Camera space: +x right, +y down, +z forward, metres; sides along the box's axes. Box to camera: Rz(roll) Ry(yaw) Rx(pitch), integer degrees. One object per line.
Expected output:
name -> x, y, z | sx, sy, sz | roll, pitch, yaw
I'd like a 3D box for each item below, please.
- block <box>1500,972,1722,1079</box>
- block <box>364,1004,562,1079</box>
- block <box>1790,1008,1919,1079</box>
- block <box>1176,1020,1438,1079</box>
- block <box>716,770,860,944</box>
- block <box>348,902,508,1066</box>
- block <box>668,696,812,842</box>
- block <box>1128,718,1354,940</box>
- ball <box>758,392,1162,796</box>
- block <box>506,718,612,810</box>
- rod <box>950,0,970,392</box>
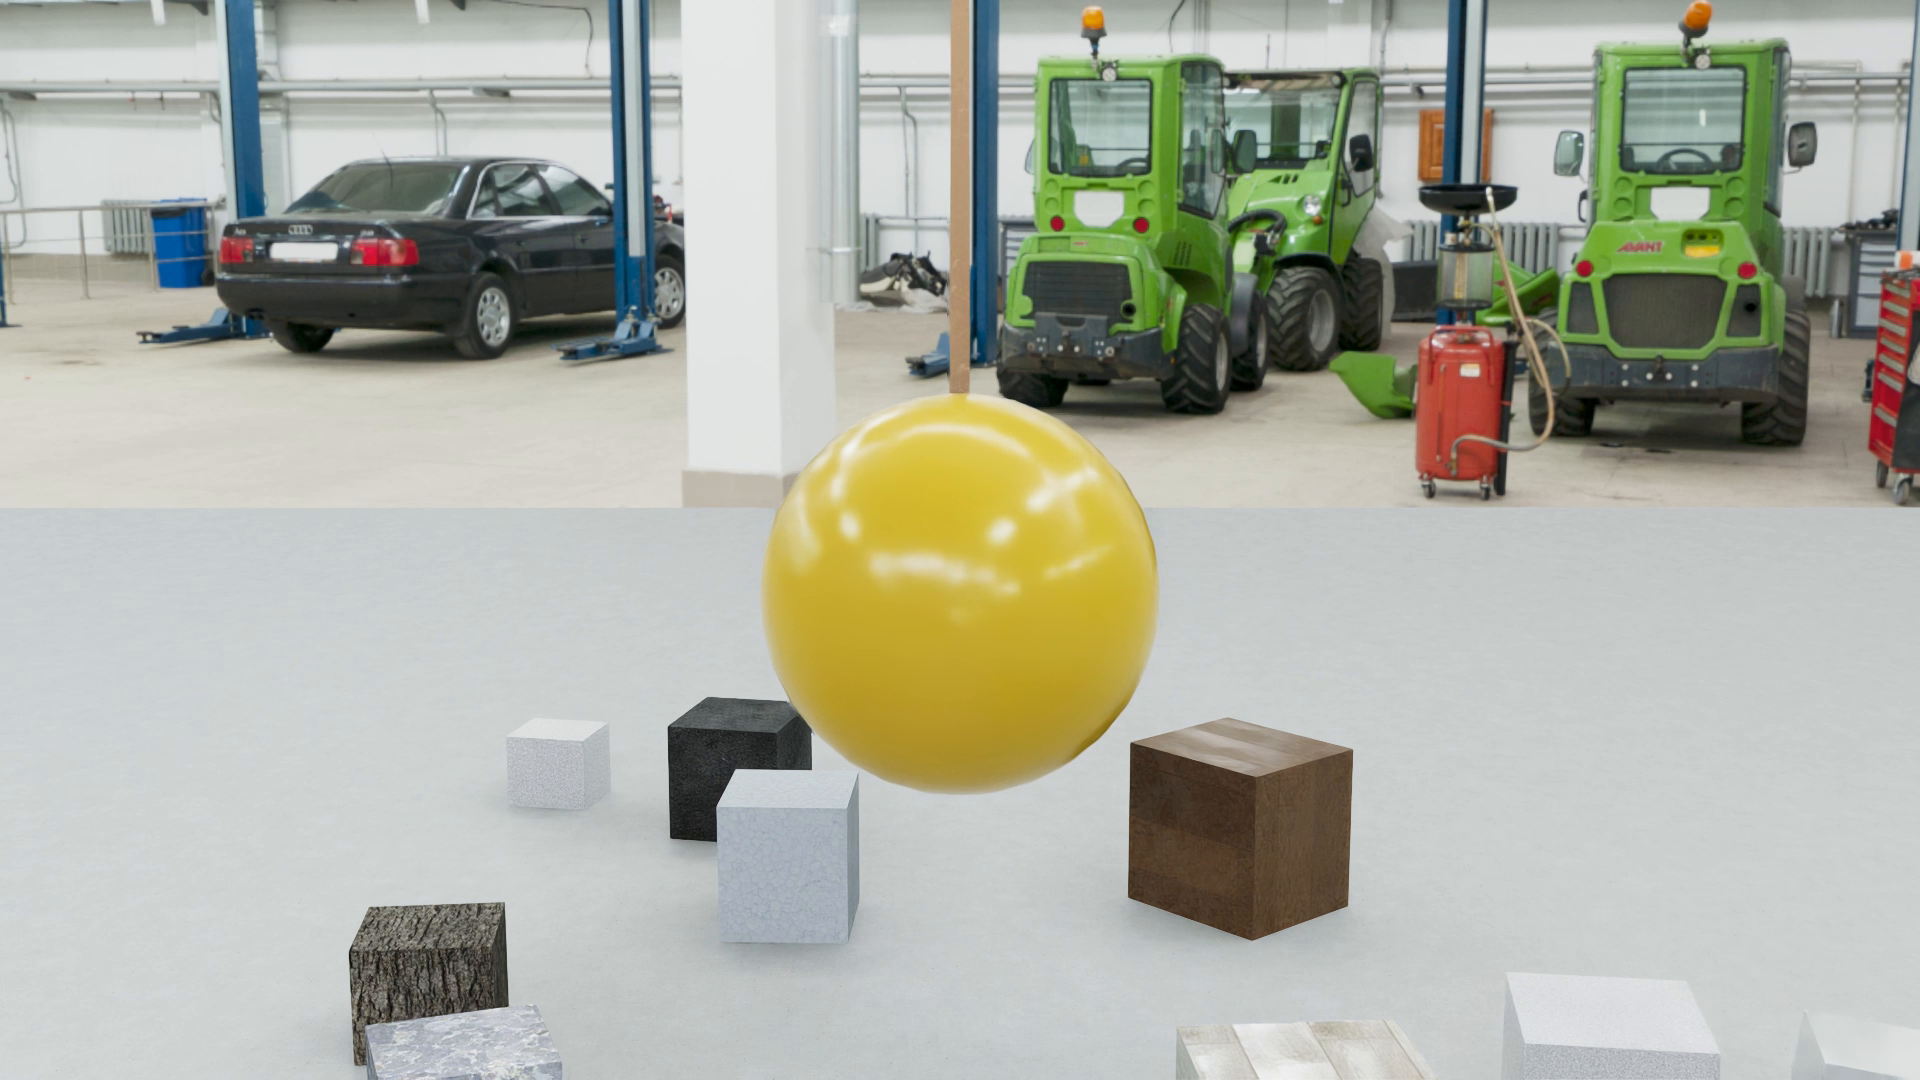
block -> 2.229, 1.892, 7.608 | 0.626, 0.555, 0.643 | 1, 10, 8
block -> -1.609, 1.935, 7.152 | 0.560, 0.634, 0.506 | -4, 11, -20
block -> 3.034, 1.936, 7.367 | 0.421, 0.509, 0.463 | 9, 12, 11
block -> 1.083, 1.966, 6.795 | 0.718, 0.700, 0.729 | -1, 10, -5
block -> -0.769, 1.427, 9.982 | 0.574, 0.622, 0.583 | 0, 10, 2
block -> -2.086, 1.744, 8.683 | 0.539, 0.461, 0.501 | -1, 10, -6
block -> -1.130, 1.188, 11.383 | 0.574, 0.590, 0.618 | 2, 11, 12
block -> 1.296, 1.319, 10.203 | 0.678, 0.754, 0.764 | -9, 14, -41
ball -> 0.000, 0.214, 8.781 | 1.600, 1.600, 1.600 | 0, 10, 0
block -> -2.164, 1.205, 11.875 | 0.433, 0.379, 0.390 | 2, 11, 12
rod -> 0.000, -3.096, 9.561 | 0.080, 5.200, 0.080 | 0, -13, 0
